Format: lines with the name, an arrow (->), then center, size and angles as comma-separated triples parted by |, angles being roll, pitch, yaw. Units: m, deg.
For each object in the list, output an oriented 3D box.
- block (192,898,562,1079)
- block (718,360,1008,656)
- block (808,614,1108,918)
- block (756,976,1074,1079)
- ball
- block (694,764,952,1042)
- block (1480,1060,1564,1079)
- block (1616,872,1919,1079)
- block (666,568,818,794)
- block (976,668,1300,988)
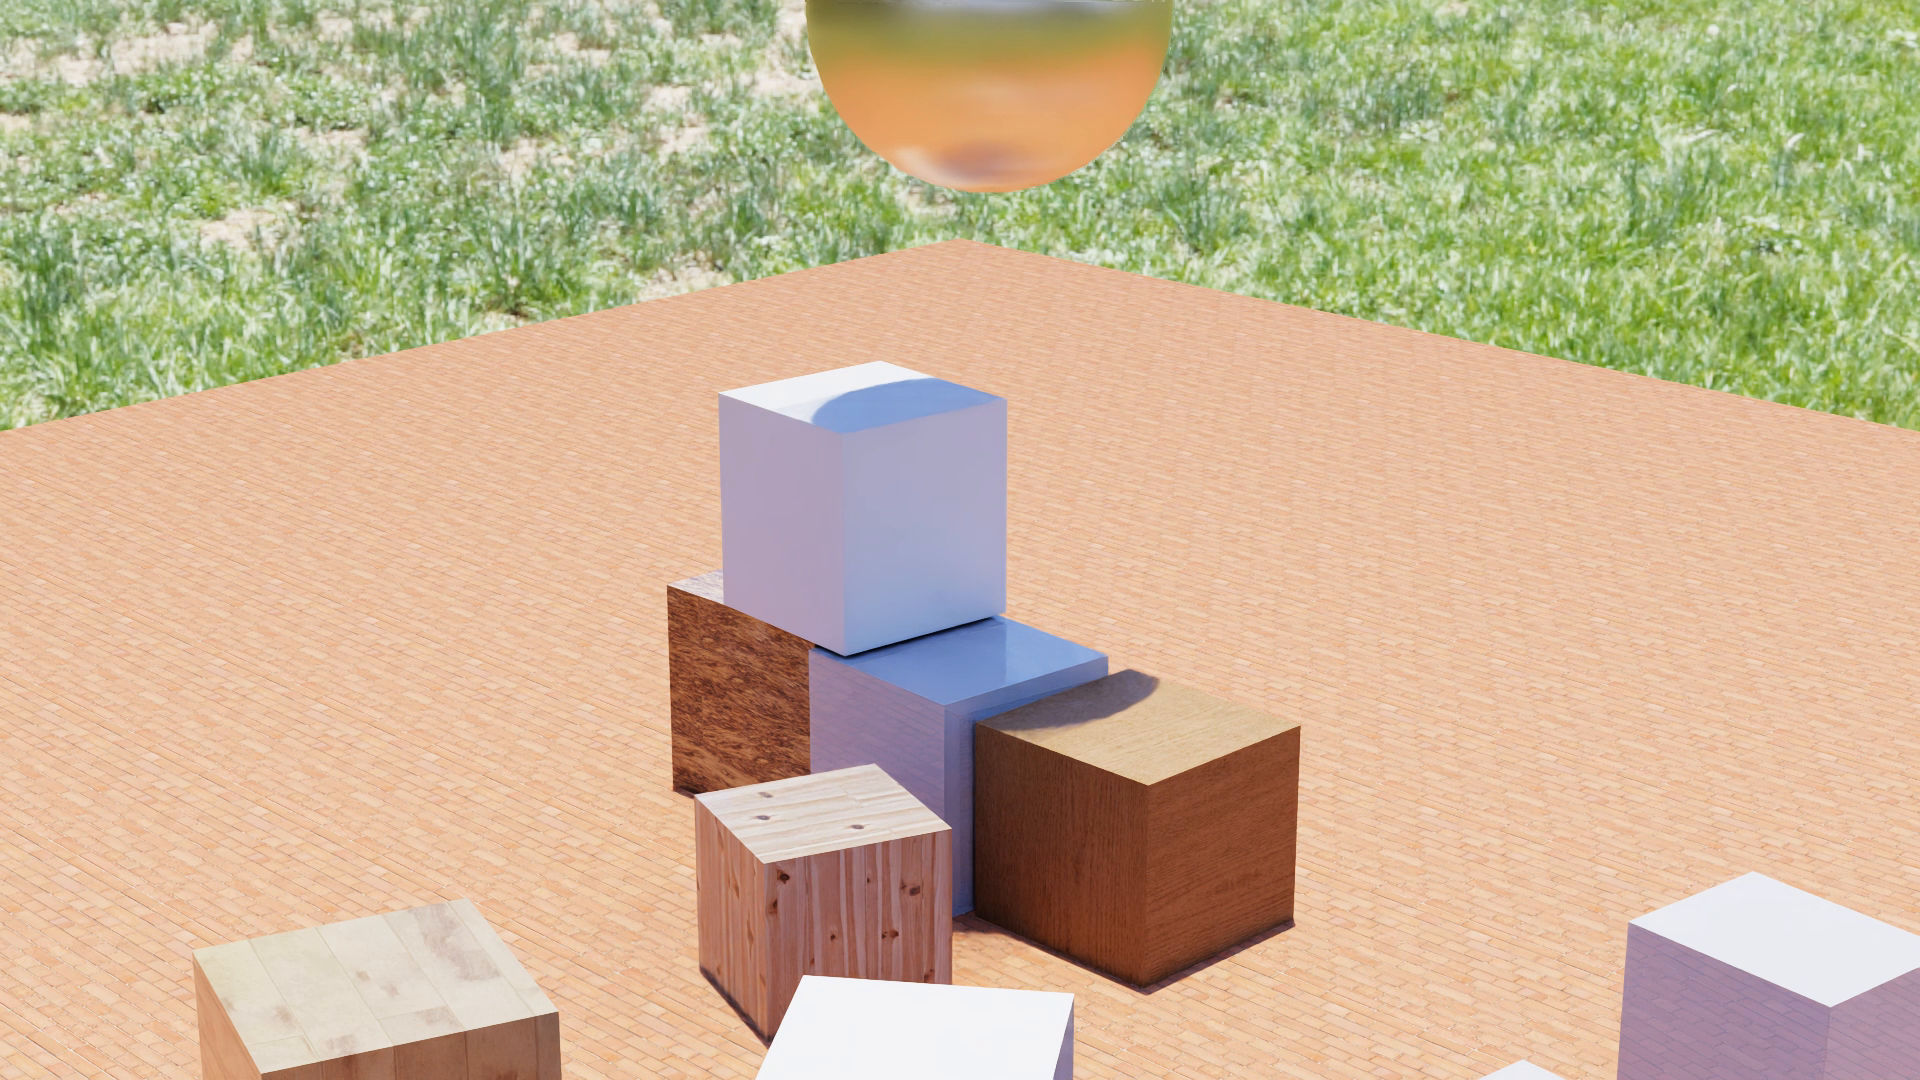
block -> -2.100, 1.983, 10.585 | 1.040, 0.869, 1.061 | -8, 19, -25
block -> -0.451, -0.171, 13.683 | 0.956, 1.036, 0.943 | -14, 22, -38
block -> -0.008, 0.996, 13.479 | 0.981, 1.016, 0.948 | -15, 23, -39
block -> -0.143, 2.144, 9.848 | 0.947, 1.004, 0.889 | 3, 18, 8
ball -> 0.125, -2.313, 12.746 | 1.600, 1.600, 1.600 | 0, 17, 0
block -> -0.574, 1.499, 12.263 | 0.828, 0.786, 0.789 | -8, 19, -24
block -> 1.920, 2.278, 9.979 | 0.649, 0.670, 0.616 | -14, 22, -37
block -> 3.129, 1.856, 11.170 | 0.759, 0.762, 0.918 | -13, 22, -36
block -> -0.707, 0.726, 14.296 | 0.948, 1.043, 1.065 | -17, 24, -42
block -> 0.773, 1.237, 12.874 | 0.986, 0.920, 1.010 | -16, 24, -42
